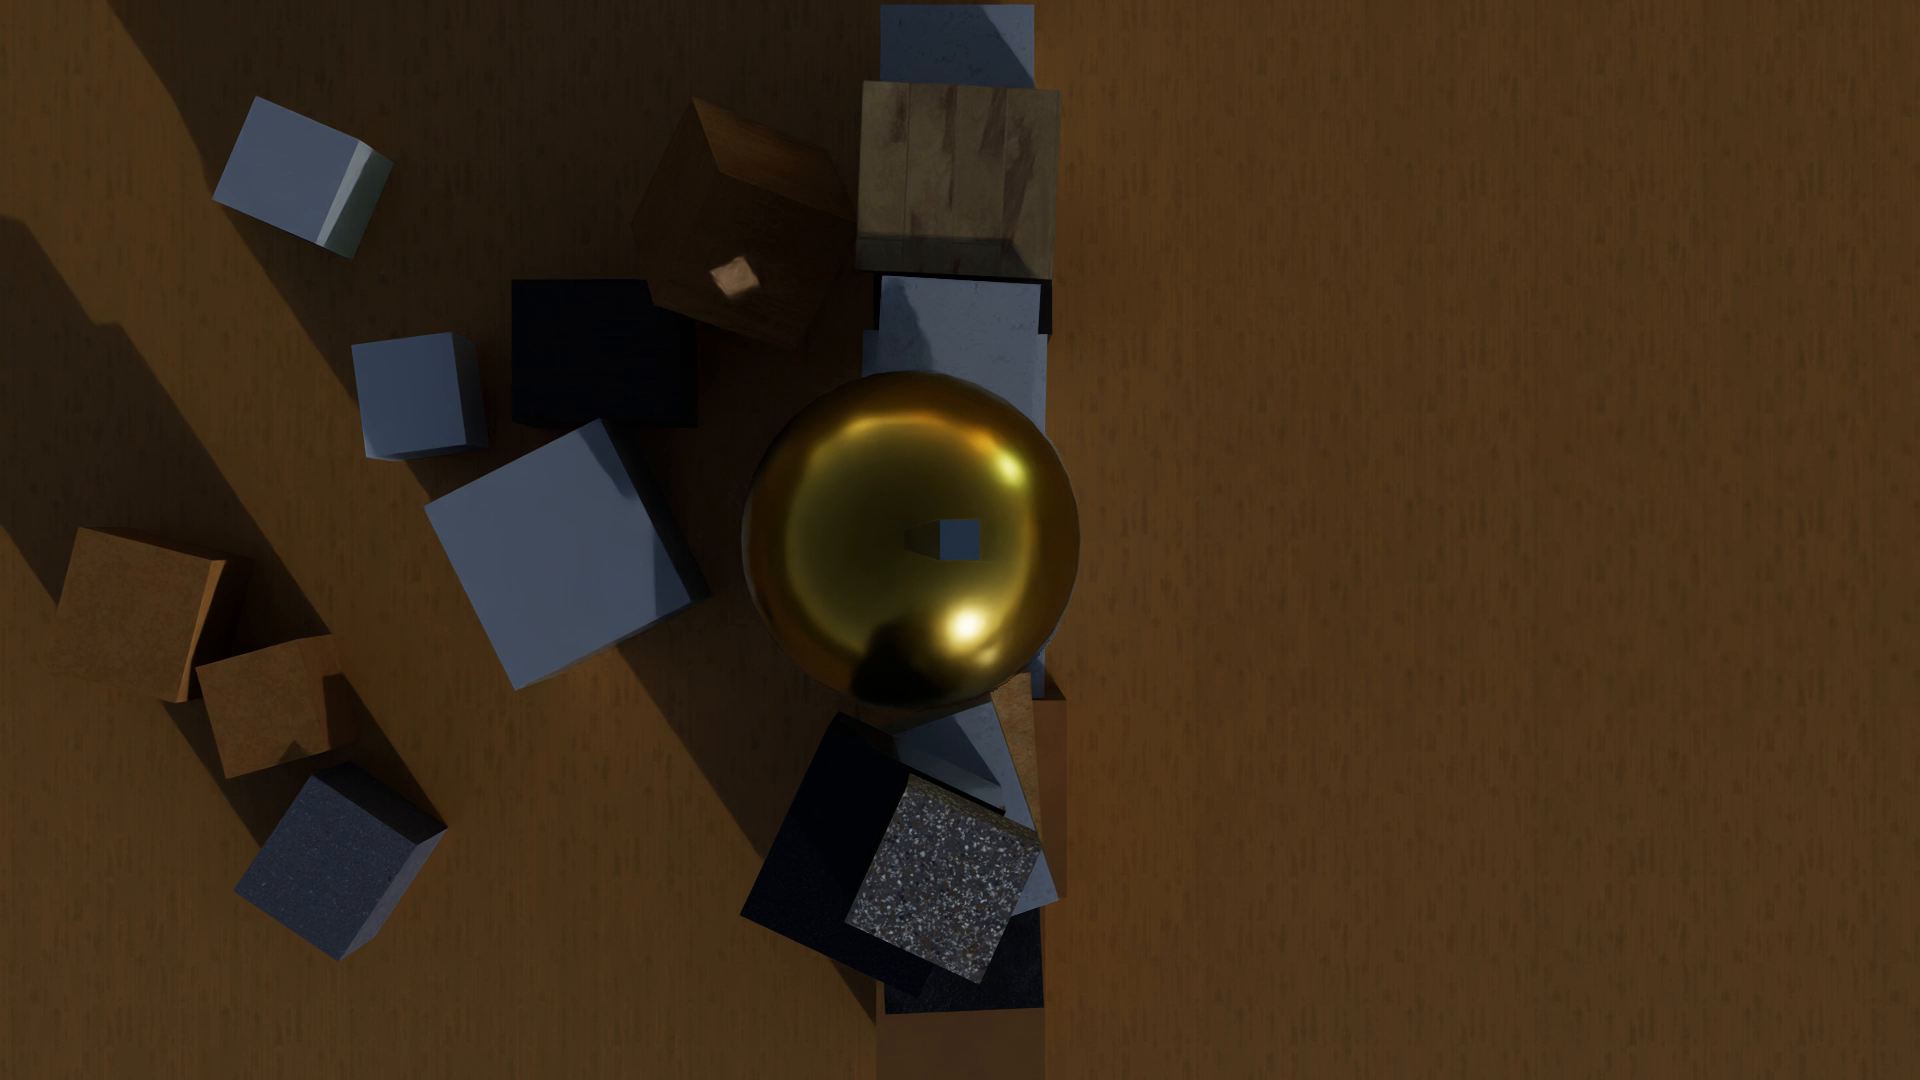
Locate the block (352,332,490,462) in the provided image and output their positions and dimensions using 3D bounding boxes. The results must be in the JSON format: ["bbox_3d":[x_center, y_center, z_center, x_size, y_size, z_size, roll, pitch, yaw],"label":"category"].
[{"bbox_3d":[-3.105,-0.819,12.695,0.569,0.611,0.640,-8,90,0],"label":"block"}]

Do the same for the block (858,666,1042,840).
[{"bbox_3d":[-0.052,1.125,11.530,0.877,0.863,0.852,-4,90,0],"label":"block"}]

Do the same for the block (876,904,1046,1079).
[{"bbox_3d":[0.004,2.450,12.473,0.919,1.054,0.986,0,90,0],"label":"block"}]

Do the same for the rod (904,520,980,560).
[{"bbox_3d":[-0.100,0.000,6.949,0.080,5.200,0.080,0,90,-2],"label":"rod"}]

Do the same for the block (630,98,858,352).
[{"bbox_3d":[-1.200,-1.743,12.150,0.851,0.939,0.839,17,118,-28],"label":"block"}]

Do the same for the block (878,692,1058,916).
[{"bbox_3d":[-0.094,1.352,10.678,0.843,0.841,0.979,-19,90,0],"label":"block"}]

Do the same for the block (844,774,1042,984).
[{"bbox_3d":[-0.068,1.385,9.076,0.597,0.520,0.598,25,90,0],"label":"block"}]

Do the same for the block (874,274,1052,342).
[{"bbox_3d":[0.016,-1.582,12.577,0.987,0.847,0.893,0,90,0],"label":"block"}]

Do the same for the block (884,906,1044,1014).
[{"bbox_3d":[0.006,2.011,11.584,0.810,0.725,0.787,-3,90,0],"label":"block"}]

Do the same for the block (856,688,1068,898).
[{"bbox_3d":[0.006,1.410,12.481,1.153,1.039,1.073,0,90,0],"label":"block"}]

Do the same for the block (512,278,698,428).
[{"bbox_3d":[-2.023,-1.055,12.609,0.934,0.782,0.789,0,90,0],"label":"block"}]

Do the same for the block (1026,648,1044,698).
[{"bbox_3d":[-0.009,0.370,12.542,0.951,0.916,0.995,0,90,0],"label":"block"}]

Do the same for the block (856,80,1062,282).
[{"bbox_3d":[-0.008,-1.874,11.636,1.008,0.938,0.952,3,96,0],"label":"block"}]

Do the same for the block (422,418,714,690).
[{"bbox_3d":[-2.181,0.077,12.453,1.069,1.095,1.115,-27,90,0],"label":"block"}]

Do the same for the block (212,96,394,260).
[{"bbox_3d":[-3.757,-2.065,12.626,0.628,0.748,0.628,23,90,0],"label":"block"}]

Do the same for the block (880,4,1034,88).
[{"bbox_3d":[-0.014,-2.492,12.545,0.845,0.910,0.904,0,90,0],"label":"block"}]

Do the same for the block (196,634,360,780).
[{"bbox_3d":[-3.911,0.947,12.656,0.590,0.689,0.650,-16,90,0],"label":"block"}]

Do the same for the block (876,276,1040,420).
[{"bbox_3d":[-0.019,-0.876,11.492,0.803,0.760,0.877,3,90,0],"label":"block"}]

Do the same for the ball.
[{"bbox_3d":[-0.231,0.000,10.347,1.600,1.600,1.600,0,90,0],"label":"ball"}]

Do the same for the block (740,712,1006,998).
[{"bbox_3d":[-0.371,1.373,9.797,0.838,0.922,0.879,25,90,0],"label":"block"}]

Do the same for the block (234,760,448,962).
[{"bbox_3d":[-3.535,1.827,12.621,0.708,0.758,0.781,34,90,0],"label":"block"}]

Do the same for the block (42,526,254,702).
[{"bbox_3d":[-4.642,0.417,12.628,0.767,0.743,0.821,14,90,0],"label":"block"}]

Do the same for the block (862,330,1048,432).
[{"bbox_3d":[-0.037,-0.631,12.436,0.994,1.128,0.984,1,90,0],"label":"block"}]
